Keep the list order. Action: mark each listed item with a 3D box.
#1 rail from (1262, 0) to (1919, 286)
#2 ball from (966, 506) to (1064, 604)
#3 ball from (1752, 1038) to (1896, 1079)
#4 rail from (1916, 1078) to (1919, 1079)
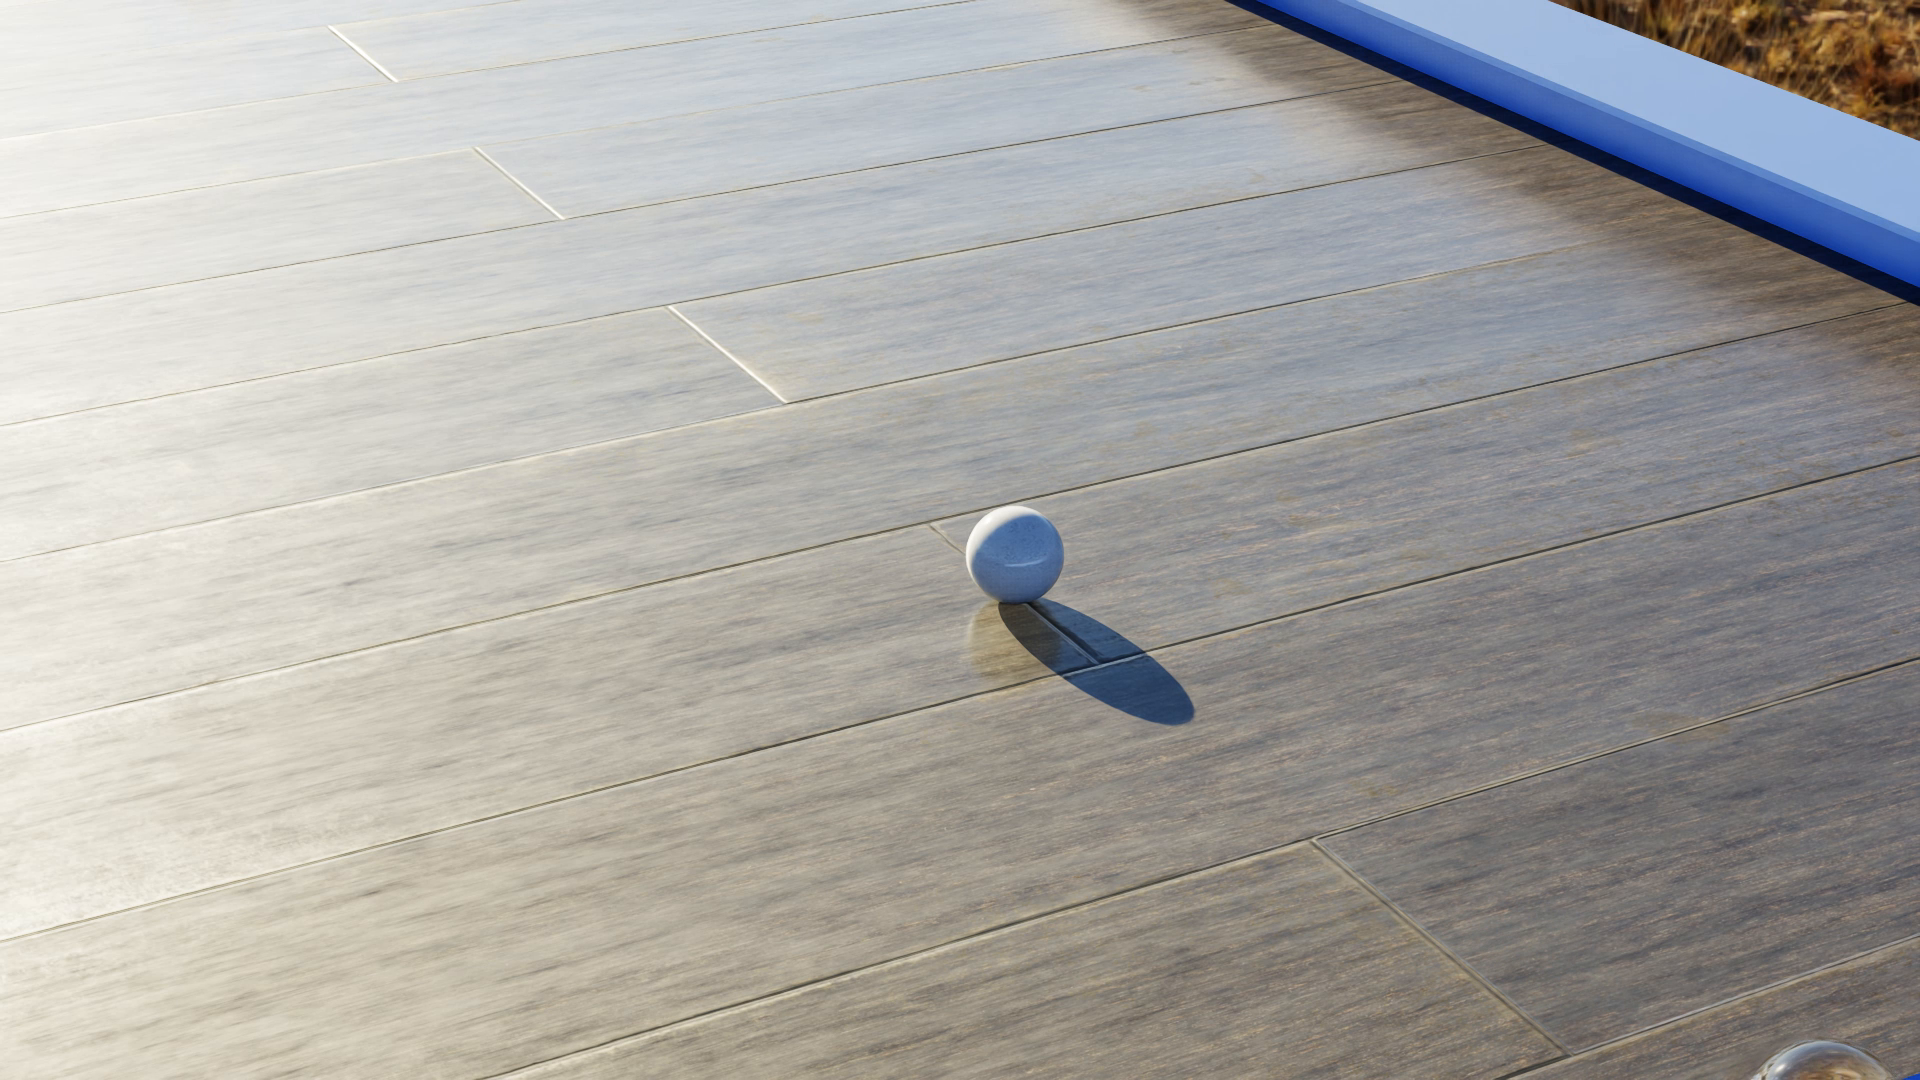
[{"bbox_3d":[0.485,-0.560,3.153,0.045,0.126,3.472,-13,28,-25],"label":"rail"},{"bbox_3d":[0.038,0.010,2.035,0.068,0.068,0.068,0,26,0],"label":"ball"},{"bbox_3d":[0.427,0.286,1.449,0.080,0.080,0.080,0,26,0],"label":"ball"},{"bbox_3d":[0.394,0.299,1.365,2.059,0.126,0.045,-13,28,-25],"label":"rail"}]
